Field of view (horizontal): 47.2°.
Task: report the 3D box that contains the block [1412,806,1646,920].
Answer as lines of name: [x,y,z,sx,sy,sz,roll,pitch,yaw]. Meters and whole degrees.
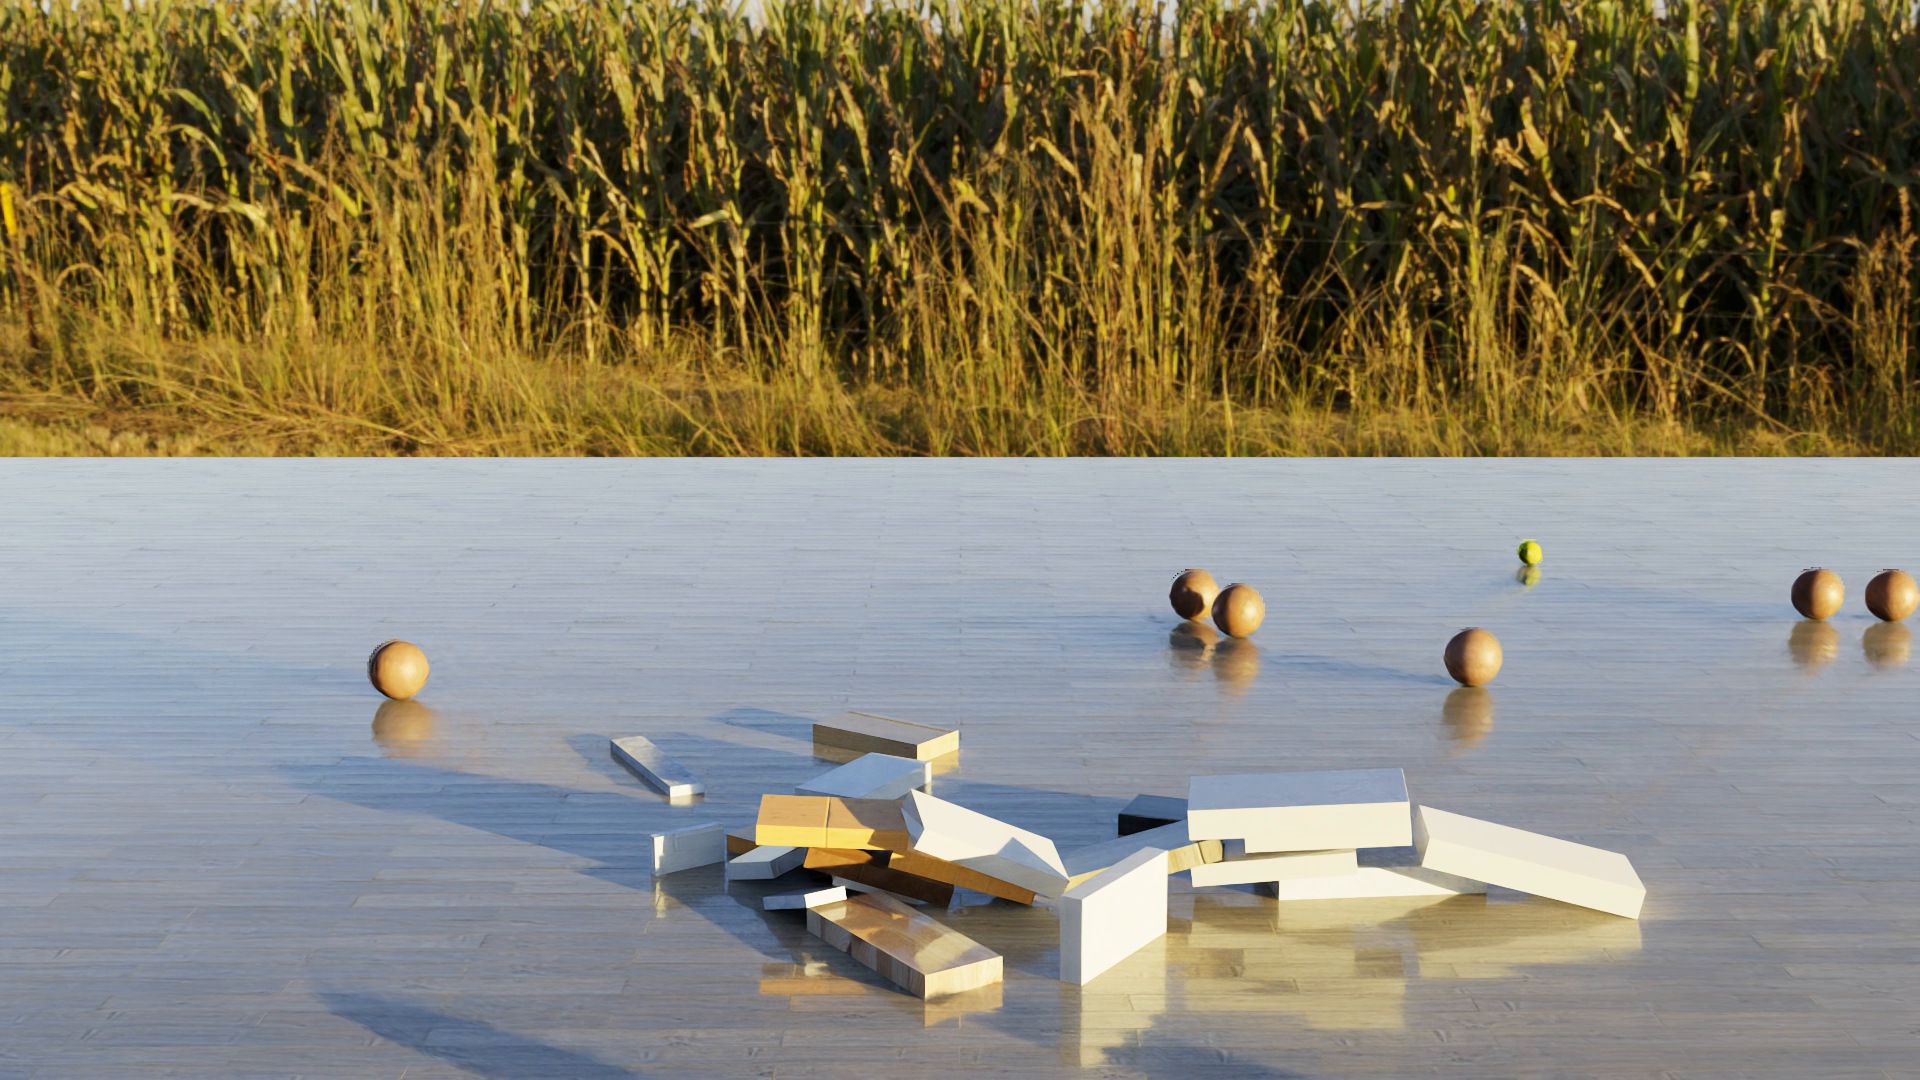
block: [0.936,0.531,3.641,0.354,0.050,0.177,13,12,4]

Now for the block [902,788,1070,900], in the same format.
block: [0.041,0.499,3.607,0.269,0.038,0.135,22,16,-19]

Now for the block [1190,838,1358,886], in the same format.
block: [0.521,0.524,3.650,0.268,0.038,0.134,-6,11,9]

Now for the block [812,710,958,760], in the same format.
block: [-0.155,0.406,4.554,0.275,0.039,0.137,8,13,36]

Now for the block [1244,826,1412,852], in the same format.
block: [0.607,0.471,3.648,0.268,0.038,0.134,-4,12,7]

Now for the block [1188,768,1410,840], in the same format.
block: [0.557,0.435,3.629,0.354,0.050,0.177,-3,12,8]

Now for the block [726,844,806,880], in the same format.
block: [-0.292,0.534,3.783,0.105,0.030,0.210,-9,7,39]

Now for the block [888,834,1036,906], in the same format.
block: [0.003,0.533,3.653,0.246,0.035,0.123,16,16,-7]

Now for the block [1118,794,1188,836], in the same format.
block: [0.436,0.511,3.988,0.269,0.038,0.135,4,11,20]

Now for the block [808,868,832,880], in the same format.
block: [-0.178,0.534,3.813,0.105,0.030,0.210,-11,6,19]

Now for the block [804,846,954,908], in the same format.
block: [-0.132,0.533,3.635,0.246,0.035,0.123,17,16,-4]

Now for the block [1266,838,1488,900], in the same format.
block: [0.695,0.552,3.738,0.354,0.050,0.177,-1,11,-6]

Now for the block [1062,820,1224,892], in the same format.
block: [0.303,0.527,3.666,0.268,0.038,0.134,-17,9,11]

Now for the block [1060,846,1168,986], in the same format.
block: [0.238,0.575,3.381,0.038,0.135,0.269,7,12,32]

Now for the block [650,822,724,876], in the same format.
block: [-0.471,0.532,3.797,0.135,0.067,0.019,-8,13,-35]

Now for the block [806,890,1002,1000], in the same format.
block: [-0.090,0.621,3.393,0.137,0.039,0.347,-7,13,-33]

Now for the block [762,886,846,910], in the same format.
block: [-0.252,0.579,3.552,0.073,0.021,0.146,-7,-6,-33]

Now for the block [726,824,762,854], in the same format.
block: [-0.307,0.525,3.938,0.105,0.030,0.210,8,13,37]

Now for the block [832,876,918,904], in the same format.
block: [-0.139,0.561,3.634,0.146,0.021,0.073,15,16,-10]

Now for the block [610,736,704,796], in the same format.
block: [-0.607,0.448,4.380,0.068,0.019,0.374,-5,12,-26]

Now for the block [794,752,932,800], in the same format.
block: [-0.184,0.468,4.217,0.137,0.039,0.275,6,12,29]

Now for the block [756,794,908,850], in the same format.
block: [-0.207,0.465,3.621,0.246,0.035,0.123,2,17,-1]
